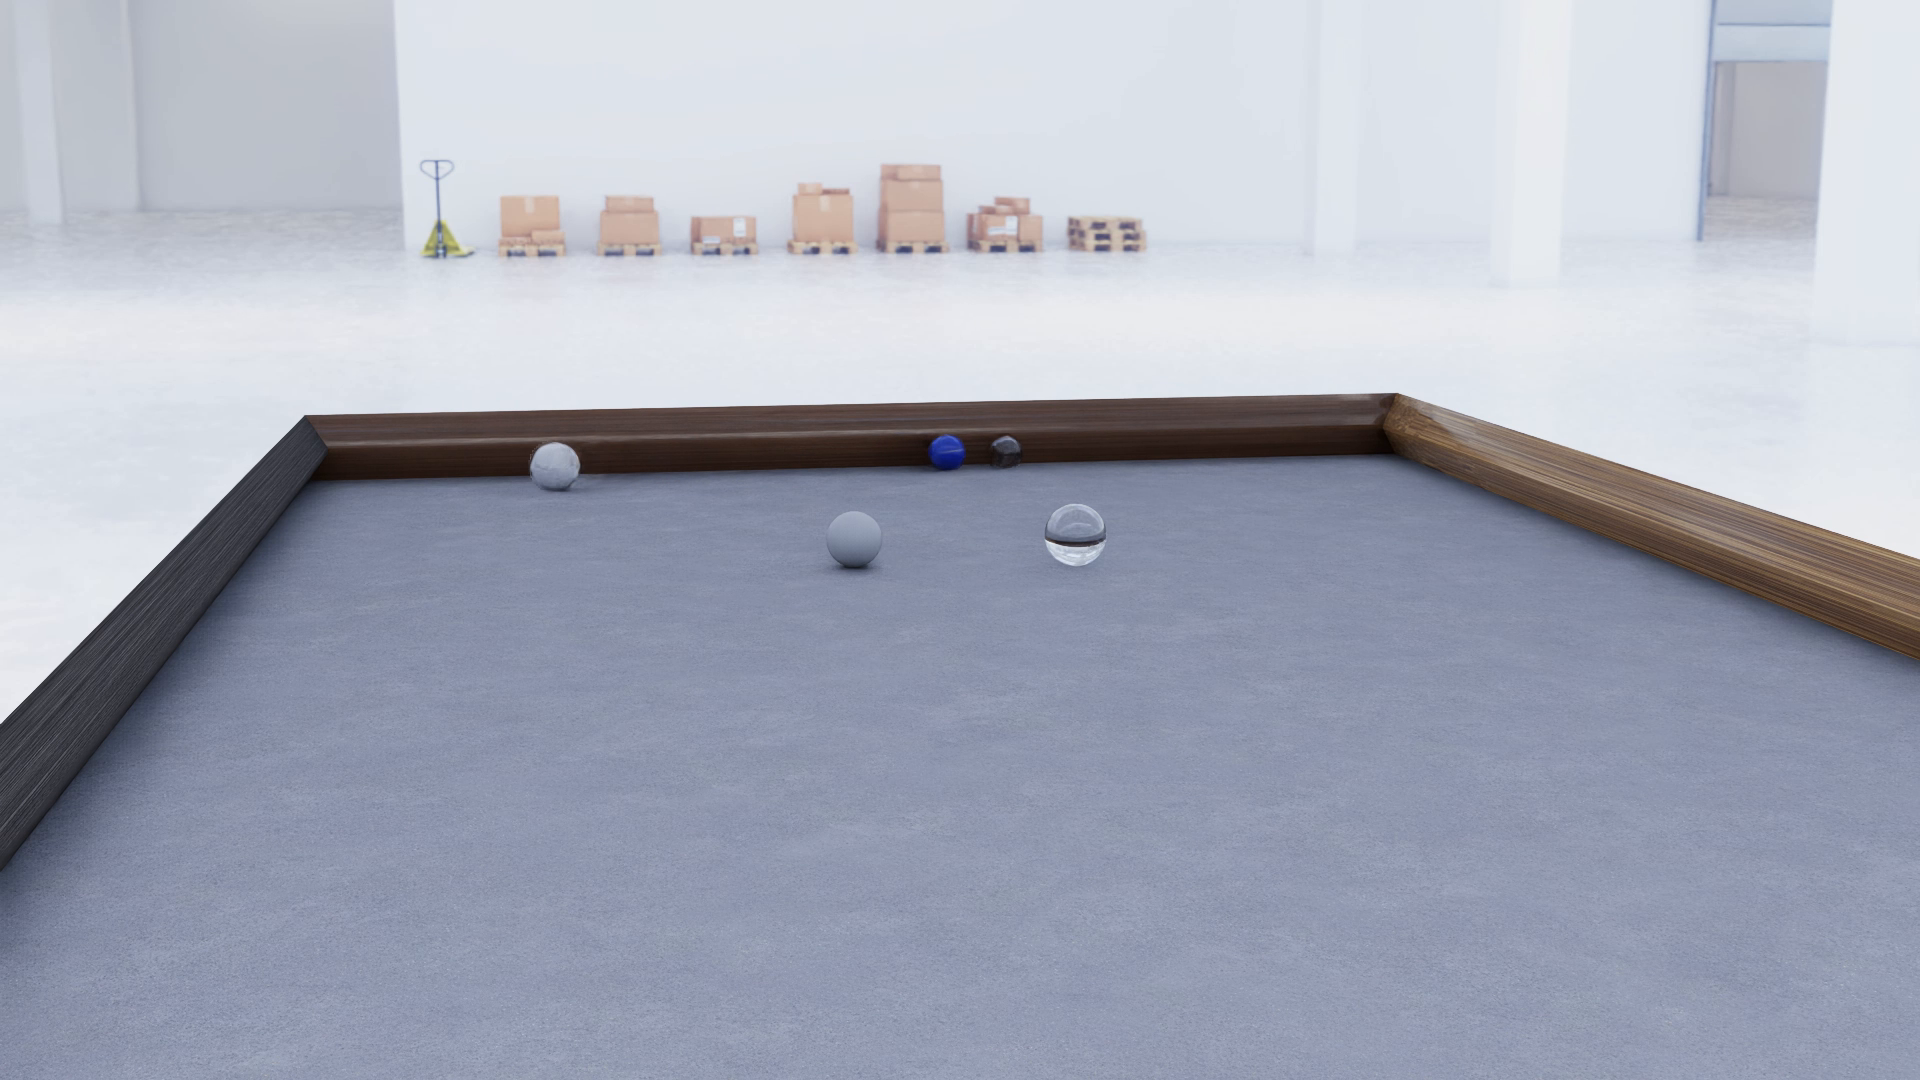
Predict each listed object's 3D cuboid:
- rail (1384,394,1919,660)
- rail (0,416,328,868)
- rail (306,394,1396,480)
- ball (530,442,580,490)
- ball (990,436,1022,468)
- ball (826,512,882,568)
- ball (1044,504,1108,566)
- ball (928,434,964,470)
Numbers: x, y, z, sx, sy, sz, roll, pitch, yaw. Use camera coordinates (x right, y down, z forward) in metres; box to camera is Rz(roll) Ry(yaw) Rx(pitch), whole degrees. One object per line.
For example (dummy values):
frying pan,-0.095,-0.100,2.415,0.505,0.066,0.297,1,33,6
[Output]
rail,1.182,0.125,2.455,0.045,0.121,3.990,-2,11,-9
rail,-0.849,0.187,2.117,0.045,0.121,3.990,-2,11,-9
rail,-0.162,-0.197,4.197,2.107,0.121,0.045,-2,11,-9
ball,-0.726,-0.132,3.943,0.087,0.087,0.087,0,10,0
ball,0.087,-0.168,4.202,0.062,0.062,0.062,0,10,0
ball,-0.156,-0.001,3.246,0.083,0.083,0.083,0,10,0
ball,0.171,-0.007,3.252,0.093,0.093,0.093,0,10,0
ball,-0.026,-0.166,4.176,0.068,0.068,0.068,0,10,0
